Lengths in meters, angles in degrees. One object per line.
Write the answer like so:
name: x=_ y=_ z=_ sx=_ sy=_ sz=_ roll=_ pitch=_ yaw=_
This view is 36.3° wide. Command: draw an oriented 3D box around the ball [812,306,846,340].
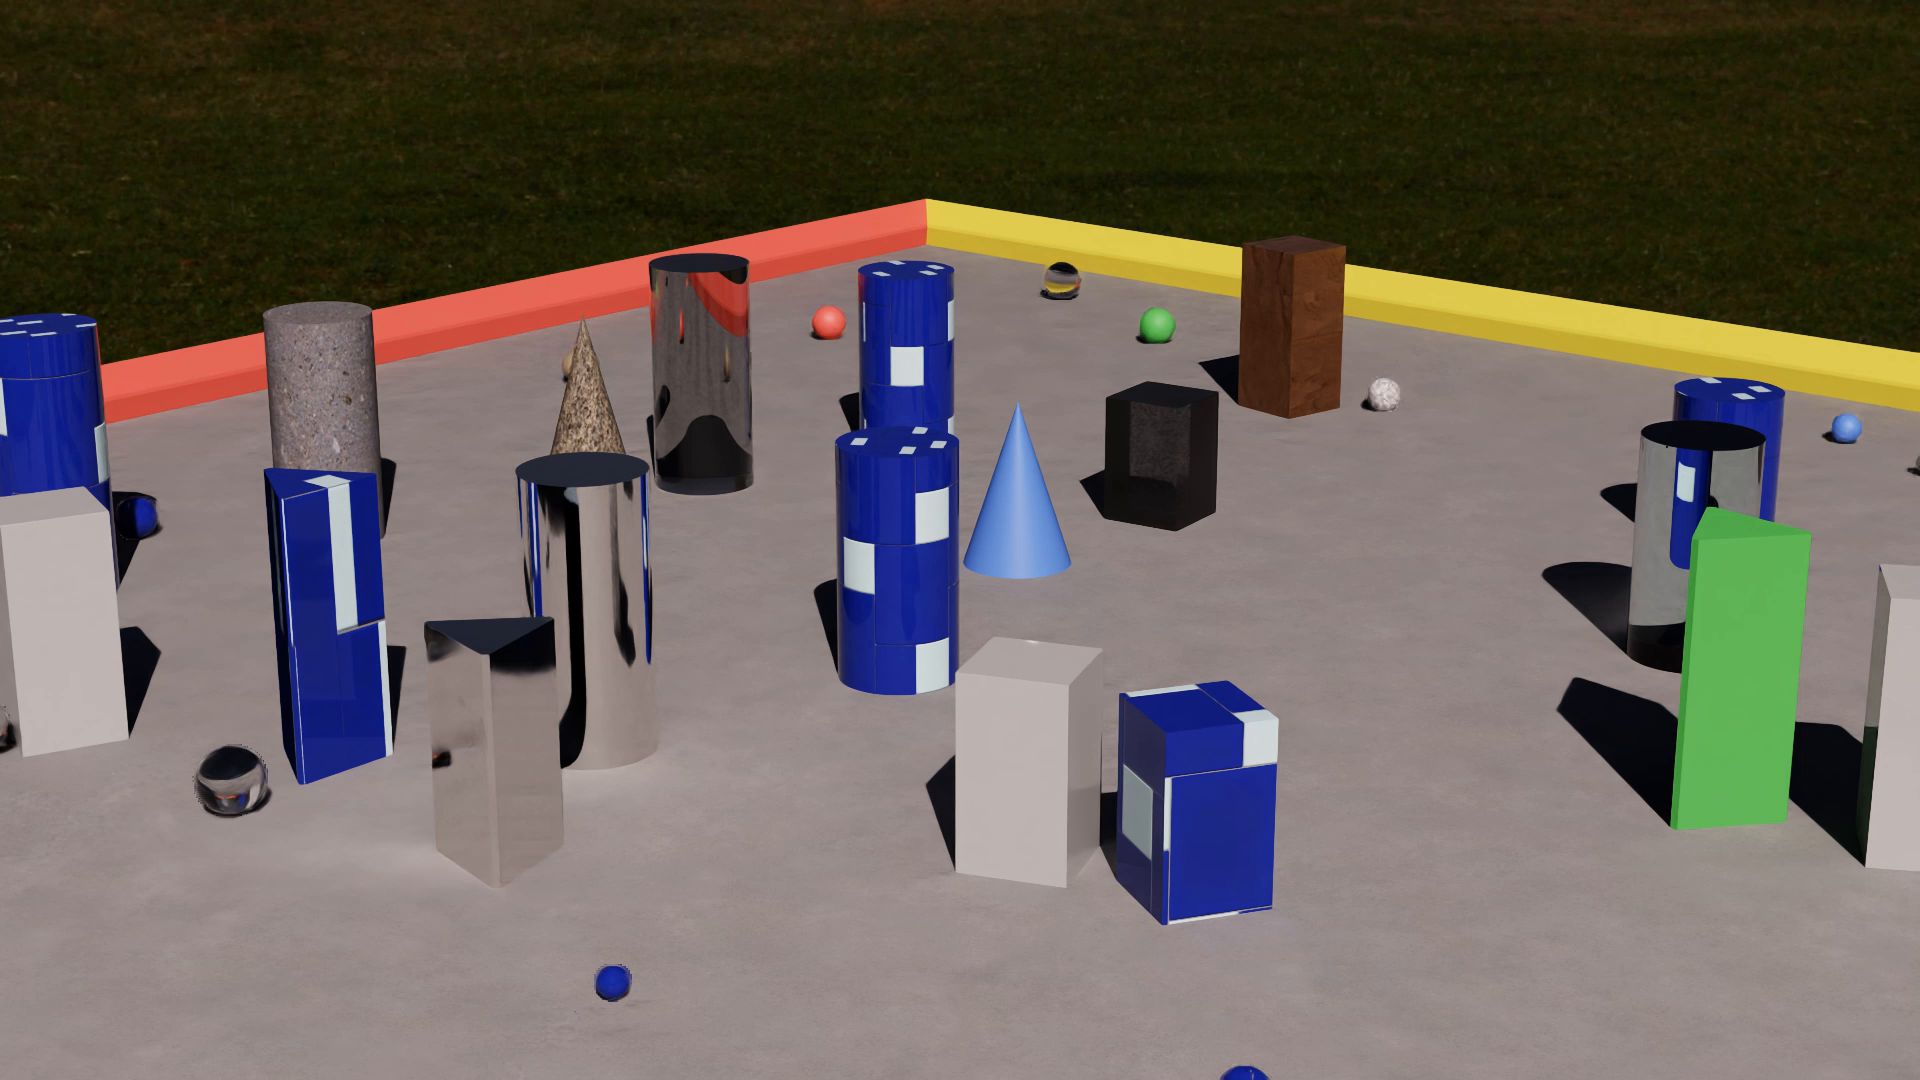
ball: x=-0.315 y=-0.522 z=7.039 sx=0.082 sy=0.082 sz=0.082 roll=0 pitch=17 yaw=0

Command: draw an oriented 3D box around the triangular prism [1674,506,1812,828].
triangular prism: x=1.070 y=0.177 z=4.129 sx=0.170 sy=0.424 sz=0.147 roll=-3 pitch=17 yaw=-9

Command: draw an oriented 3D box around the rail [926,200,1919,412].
rail: x=1.520 y=-0.473 z=6.796 sx=4.317 sy=0.127 sz=0.045 roll=14 pitch=22 yaw=39

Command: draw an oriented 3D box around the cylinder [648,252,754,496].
cylinder: x=-0.508 y=-0.327 z=5.768 sx=0.196 sy=0.443 sz=0.196 roll=0 pitch=17 yaw=0

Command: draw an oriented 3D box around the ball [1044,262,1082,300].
ball: x=0.261 y=-0.661 z=7.476 sx=0.096 sy=0.096 sz=0.096 roll=0 pitch=17 yaw=0

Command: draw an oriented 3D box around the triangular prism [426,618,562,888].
triangular prism: x=-0.609 y=0.275 z=3.967 sx=0.147 sy=0.330 sz=0.170 roll=-12 pitch=21 yaw=-35

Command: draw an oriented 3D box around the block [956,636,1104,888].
block: x=0.094 y=0.298 z=3.965 sx=0.157 sy=0.287 sz=0.157 roll=6 pitch=18 yaw=19

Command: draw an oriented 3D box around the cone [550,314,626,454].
cone: x=-0.719 y=-0.252 z=5.642 sx=0.196 sy=0.373 sz=0.196 roll=0 pitch=17 yaw=0

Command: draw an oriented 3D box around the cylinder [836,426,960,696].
cylinder: x=-0.099 y=0.031 z=4.672 sx=0.196 sy=0.389 sz=0.196 roll=0 pitch=17 yaw=0

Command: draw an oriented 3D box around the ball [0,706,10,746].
ball: x=-1.465 y=0.278 z=4.367 sx=0.093 sy=0.093 sz=0.093 roll=0 pitch=17 yaw=0

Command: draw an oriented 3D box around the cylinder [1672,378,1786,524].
cylinder: x=1.398 y=-0.130 z=5.368 sx=0.196 sy=0.297 sz=0.196 roll=0 pitch=17 yaw=0

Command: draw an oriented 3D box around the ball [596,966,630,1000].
ball: x=-0.424 y=0.541 z=3.584 sx=0.042 sy=0.042 sz=0.042 roll=0 pitch=17 yaw=0

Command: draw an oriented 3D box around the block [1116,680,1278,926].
block: x=0.309 y=0.343 z=3.852 sx=0.157 sy=0.265 sz=0.157 roll=-6 pitch=18 yaw=-19

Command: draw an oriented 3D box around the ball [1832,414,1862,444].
ball: x=1.849 y=-0.233 z=6.116 sx=0.062 sy=0.062 sz=0.062 roll=0 pitch=17 yaw=0

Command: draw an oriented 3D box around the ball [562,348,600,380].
ball: x=-0.853 y=-0.391 z=6.600 sx=0.086 sy=0.086 sz=0.086 roll=0 pitch=17 yaw=0

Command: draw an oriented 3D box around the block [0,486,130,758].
block: x=-1.367 y=0.121 z=4.424 sx=0.157 sy=0.360 sz=0.157 roll=-9 pitch=19 yaw=-28

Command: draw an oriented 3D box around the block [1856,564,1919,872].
block: x=1.320 y=0.243 z=3.980 sx=0.157 sy=0.384 sz=0.157 roll=3 pitch=17 yaw=11

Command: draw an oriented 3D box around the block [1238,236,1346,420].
block: x=0.720 y=-0.464 z=6.366 sx=0.157 sy=0.359 sz=0.157 roll=-13 pitch=21 yaw=-37

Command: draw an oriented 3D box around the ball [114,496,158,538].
ball: x=-1.532 y=-0.042 z=5.453 sx=0.078 sy=0.078 sz=0.078 roll=0 pitch=17 yaw=0

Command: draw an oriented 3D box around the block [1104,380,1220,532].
block: x=0.383 y=-0.161 z=5.571 sx=0.157 sy=0.238 sz=0.157 roll=11 pitch=20 yaw=32

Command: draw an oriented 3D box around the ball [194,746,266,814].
ball: x=-1.033 y=0.340 z=4.152 sx=0.098 sy=0.098 sz=0.098 roll=0 pitch=17 yaw=0

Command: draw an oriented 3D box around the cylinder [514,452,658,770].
cylinder: x=-0.553 y=0.104 z=4.355 sx=0.196 sy=0.434 sz=0.196 roll=0 pitch=17 yaw=0

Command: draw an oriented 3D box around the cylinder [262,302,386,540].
cylinder: x=-1.172 y=-0.211 z=5.411 sx=0.196 sy=0.426 sz=0.196 roll=0 pitch=17 yaw=0

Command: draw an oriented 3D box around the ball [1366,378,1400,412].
ball: x=0.921 y=-0.316 z=6.373 sx=0.072 sy=0.072 sz=0.072 roll=0 pitch=17 yaw=0

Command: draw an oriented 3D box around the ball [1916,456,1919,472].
ball: x=1.941 y=-0.153 z=5.872 sx=0.049 sy=0.049 sz=0.049 roll=0 pitch=17 yaw=0

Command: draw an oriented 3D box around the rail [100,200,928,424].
rail: x=-1.612 y=-0.372 z=6.460 sx=0.045 sy=0.127 sz=4.684 roll=14 pitch=22 yaw=39

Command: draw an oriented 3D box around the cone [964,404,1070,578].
cone: x=0.104 y=-0.103 z=5.273 sx=0.196 sy=0.300 sz=0.196 roll=0 pitch=17 yaw=0

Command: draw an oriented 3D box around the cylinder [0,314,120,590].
cylinder: x=-1.580 y=-0.140 z=5.092 sx=0.196 sy=0.475 sz=0.196 roll=0 pitch=17 yaw=0

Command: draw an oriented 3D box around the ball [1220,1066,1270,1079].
ball: x=0.318 y=0.621 z=3.276 sx=0.067 sy=0.067 sz=0.067 roll=0 pitch=17 yaw=0

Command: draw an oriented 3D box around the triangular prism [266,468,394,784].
triangular prism: x=-0.960 y=0.116 z=4.313 sx=0.147 sy=0.434 sz=0.170 roll=14 pitch=22 yaw=38

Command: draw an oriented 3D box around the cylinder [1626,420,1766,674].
cylinder: x=1.195 y=0.010 z=4.770 sx=0.196 sy=0.373 sz=0.196 roll=0 pitch=17 yaw=0

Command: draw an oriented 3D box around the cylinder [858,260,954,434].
cylinder: x=-0.109 y=-0.365 z=6.002 sx=0.196 sy=0.381 sz=0.196 roll=0 pitch=17 yaw=0

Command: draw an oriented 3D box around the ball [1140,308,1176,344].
ball: x=0.471 y=-0.511 z=6.997 sx=0.086 sy=0.086 sz=0.086 roll=0 pitch=17 yaw=0
